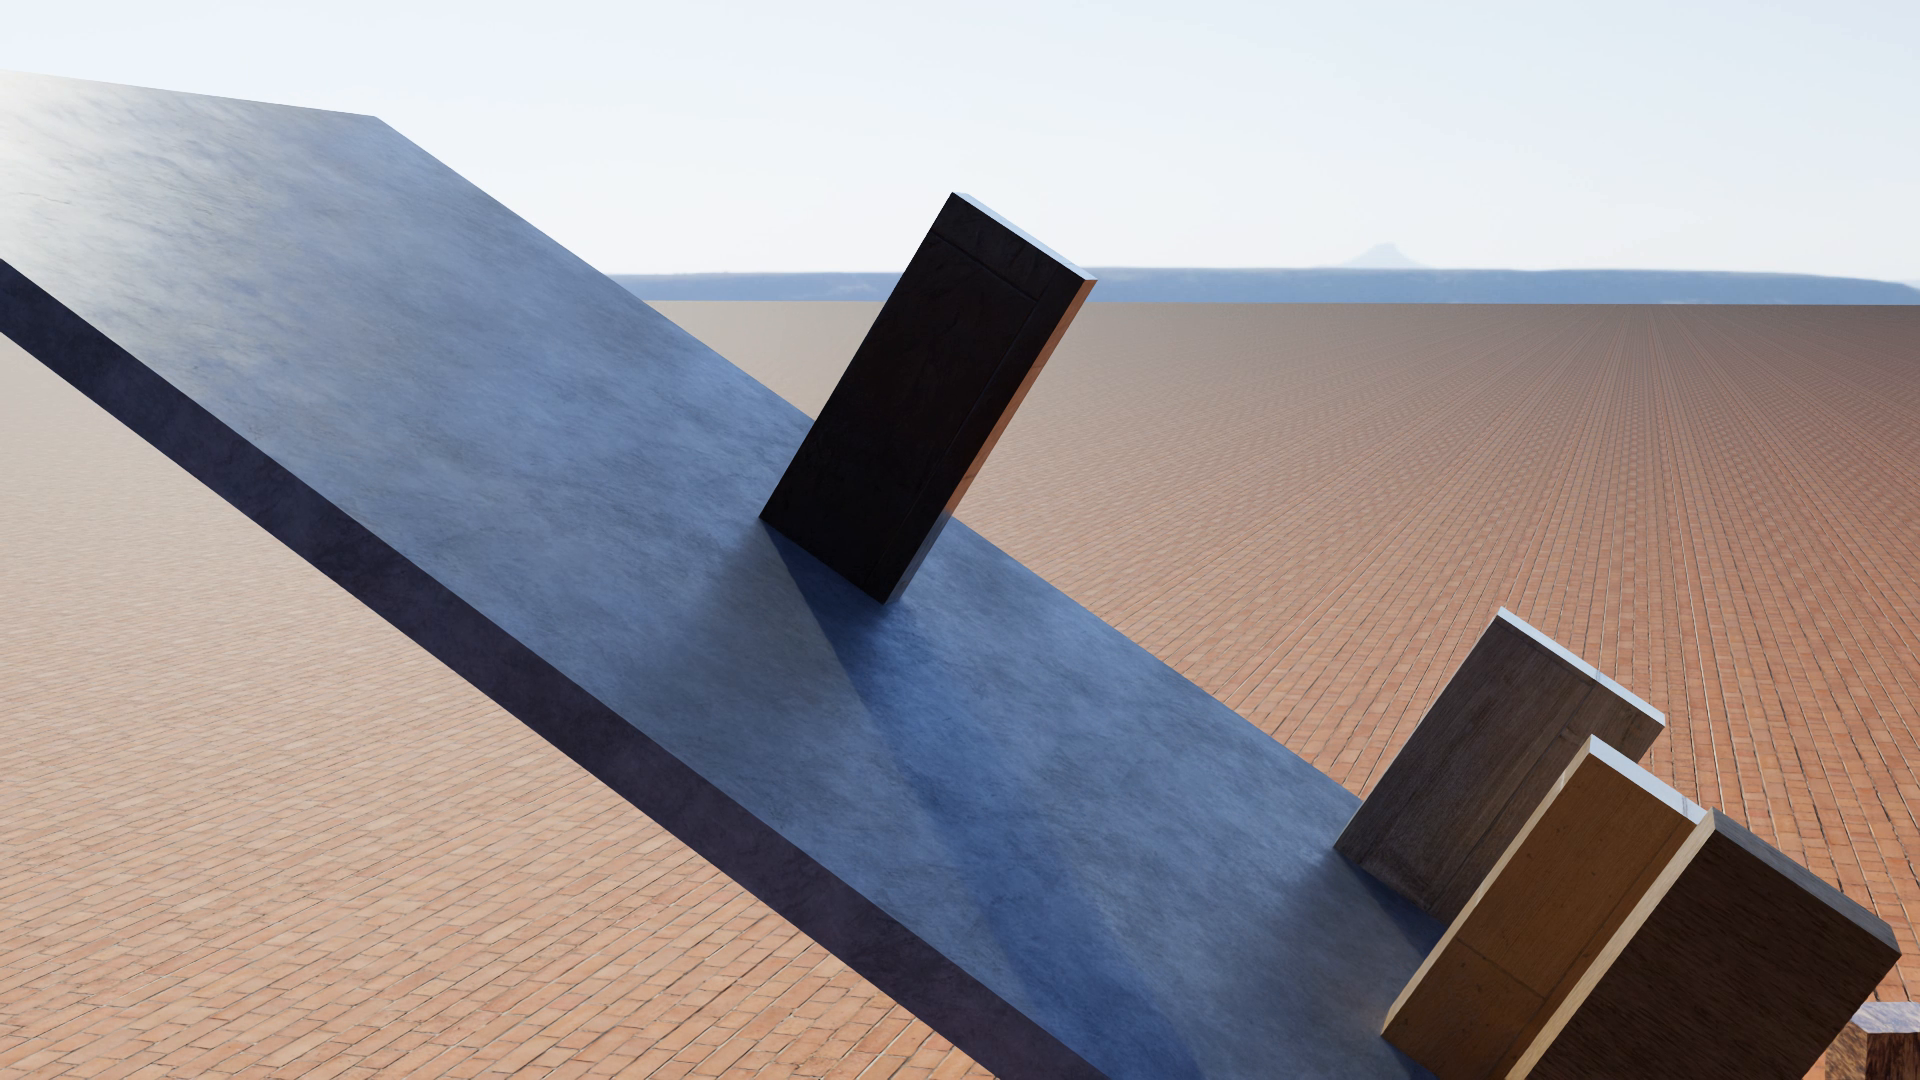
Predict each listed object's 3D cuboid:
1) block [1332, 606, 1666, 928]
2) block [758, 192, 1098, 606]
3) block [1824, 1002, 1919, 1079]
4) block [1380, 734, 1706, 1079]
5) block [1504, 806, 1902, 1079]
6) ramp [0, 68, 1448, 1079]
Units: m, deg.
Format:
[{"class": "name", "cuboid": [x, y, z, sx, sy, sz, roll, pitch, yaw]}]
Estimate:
[{"class": "block", "cuboid": [1.076, 0.485, 4.409, 0.380, 0.582, 0.119, 35, 15, 11]}, {"class": "block", "cuboid": [-0.067, -0.269, 4.227, 0.305, 0.741, 0.101, 35, 15, 11]}, {"class": "block", "cuboid": [2.072, 1.160, 4.900, 0.202, 0.202, 0.202, 0, 7, -2]}, {"class": "block", "cuboid": [1.063, 0.705, 3.647, 0.450, 0.600, 0.149, 35, 15, 11]}, {"class": "block", "cuboid": [0.945, 0.748, 3.035, 0.279, 0.722, 0.135, 35, 15, 11]}, {"class": "ramp", "cuboid": [-0.141, 0.235, 4.106, 4.000, 0.100, 2.000, 35, 15, 11]}]
